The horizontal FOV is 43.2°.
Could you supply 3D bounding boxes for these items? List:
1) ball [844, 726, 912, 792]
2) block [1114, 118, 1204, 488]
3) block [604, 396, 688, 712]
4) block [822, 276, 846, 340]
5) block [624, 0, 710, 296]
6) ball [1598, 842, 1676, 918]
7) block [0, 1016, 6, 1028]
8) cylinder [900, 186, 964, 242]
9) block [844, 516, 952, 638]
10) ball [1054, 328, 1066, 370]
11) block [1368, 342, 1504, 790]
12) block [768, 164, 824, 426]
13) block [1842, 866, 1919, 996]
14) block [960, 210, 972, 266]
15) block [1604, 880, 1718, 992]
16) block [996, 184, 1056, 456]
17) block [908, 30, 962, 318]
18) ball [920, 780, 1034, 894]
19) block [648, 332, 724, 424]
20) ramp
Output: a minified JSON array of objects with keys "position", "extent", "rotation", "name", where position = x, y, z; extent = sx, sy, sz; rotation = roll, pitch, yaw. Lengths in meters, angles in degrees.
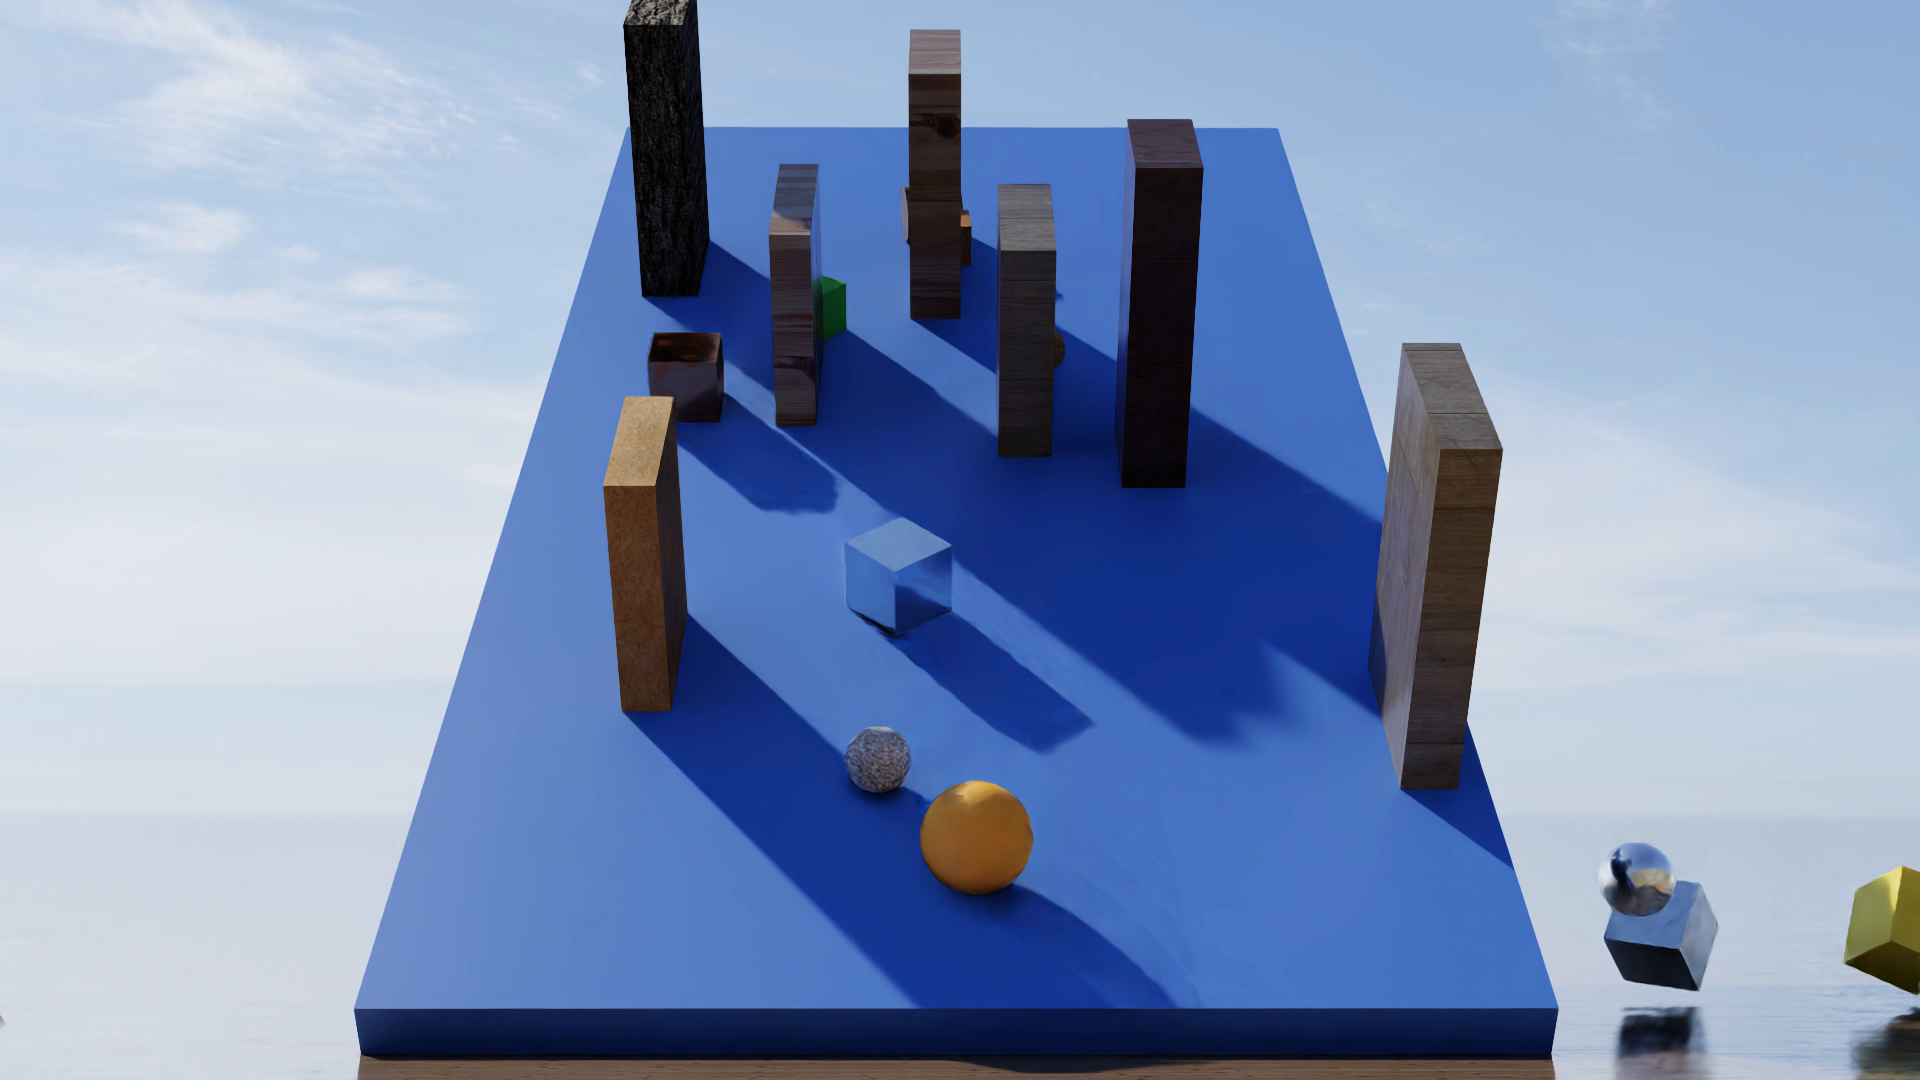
[{"position":[-0.153,0.409,4.523],"extent":[0.125,0.125,0.125],"rotation":[0,-6,0],"name":"ball"},{"position":[0.442,-0.526,5.459],"extent":[0.144,0.778,0.286],"rotation":[0,31,0],"name":"block"},{"position":[-0.616,0.026,4.788],"extent":[0.097,0.508,0.359],"rotation":[0,31,0],"name":"block"},{"position":[-0.382,-0.593,6.200],"extent":[0.129,0.129,0.129],"rotation":[22,37,32],"name":"block"},{"position":[-0.765,-1.056,6.377],"extent":[0.147,0.741,0.371],"rotation":[0,31,0],"name":"block"},{"position":[1.352,0.677,4.848],"extent":[0.150,0.150,0.150],"rotation":[0,-6,0],"name":"ball"},{"position":[-1.449,0.663,3.353],"extent":[0.167,0.167,0.167],"rotation":[-39,5,-17],"name":"block"},{"position":[-0.078,-0.906,6.704],"extent":[0.153,0.153,0.153],"rotation":[-5,-6,-8],"name":"cylinder"},{"position":[-0.127,0.075,5.050],"extent":[0.158,0.158,0.158],"rotation":[-25,39,-35],"name":"block"},{"position":[0.201,-0.473,6.010],"extent":[0.120,0.120,0.120],"rotation":[0,-6,0],"name":"ball"},{"position":[0.880,0.050,4.544],"extent":[0.108,0.727,0.414],"rotation":[0,31,0],"name":"block"},{"position":[-0.391,-0.593,5.844],"extent":[0.095,0.493,0.430],"rotation":[0,31,0],"name":"block"},{"position":[2.031,0.836,5.191],"extent":[0.179,0.179,0.179],"rotation":[24,-29,-3],"name":"block"},{"position":[-0.030,-0.822,6.600],"extent":[0.114,0.114,0.114],"rotation":[-2,31,-4],"name":"block"},{"position":[1.540,0.861,5.330],"extent":[0.171,0.171,0.171],"rotation":[3,-39,37],"name":"block"},{"position":[0.151,-0.517,5.690],"extent":[0.123,0.523,0.384],"rotation":[0,31,0],"name":"block"},{"position":[-0.064,-0.943,6.267],"extent":[0.130,0.664,0.328],"rotation":[0,31,0],"name":"block"},{"position":[0.029,0.522,4.261],"extent":[0.199,0.199,0.199],"rotation":[0,-6,0],"name":"ball"},{"position":[-0.656,-0.391,5.825],"extent":[0.162,0.162,0.162],"rotation":[0,31,0],"name":"block"},{"position":[-0.014,-0.203,5.771],"extent":[2.000,0.100,4.000],"rotation":[0,31,0],"name":"ramp"}]
